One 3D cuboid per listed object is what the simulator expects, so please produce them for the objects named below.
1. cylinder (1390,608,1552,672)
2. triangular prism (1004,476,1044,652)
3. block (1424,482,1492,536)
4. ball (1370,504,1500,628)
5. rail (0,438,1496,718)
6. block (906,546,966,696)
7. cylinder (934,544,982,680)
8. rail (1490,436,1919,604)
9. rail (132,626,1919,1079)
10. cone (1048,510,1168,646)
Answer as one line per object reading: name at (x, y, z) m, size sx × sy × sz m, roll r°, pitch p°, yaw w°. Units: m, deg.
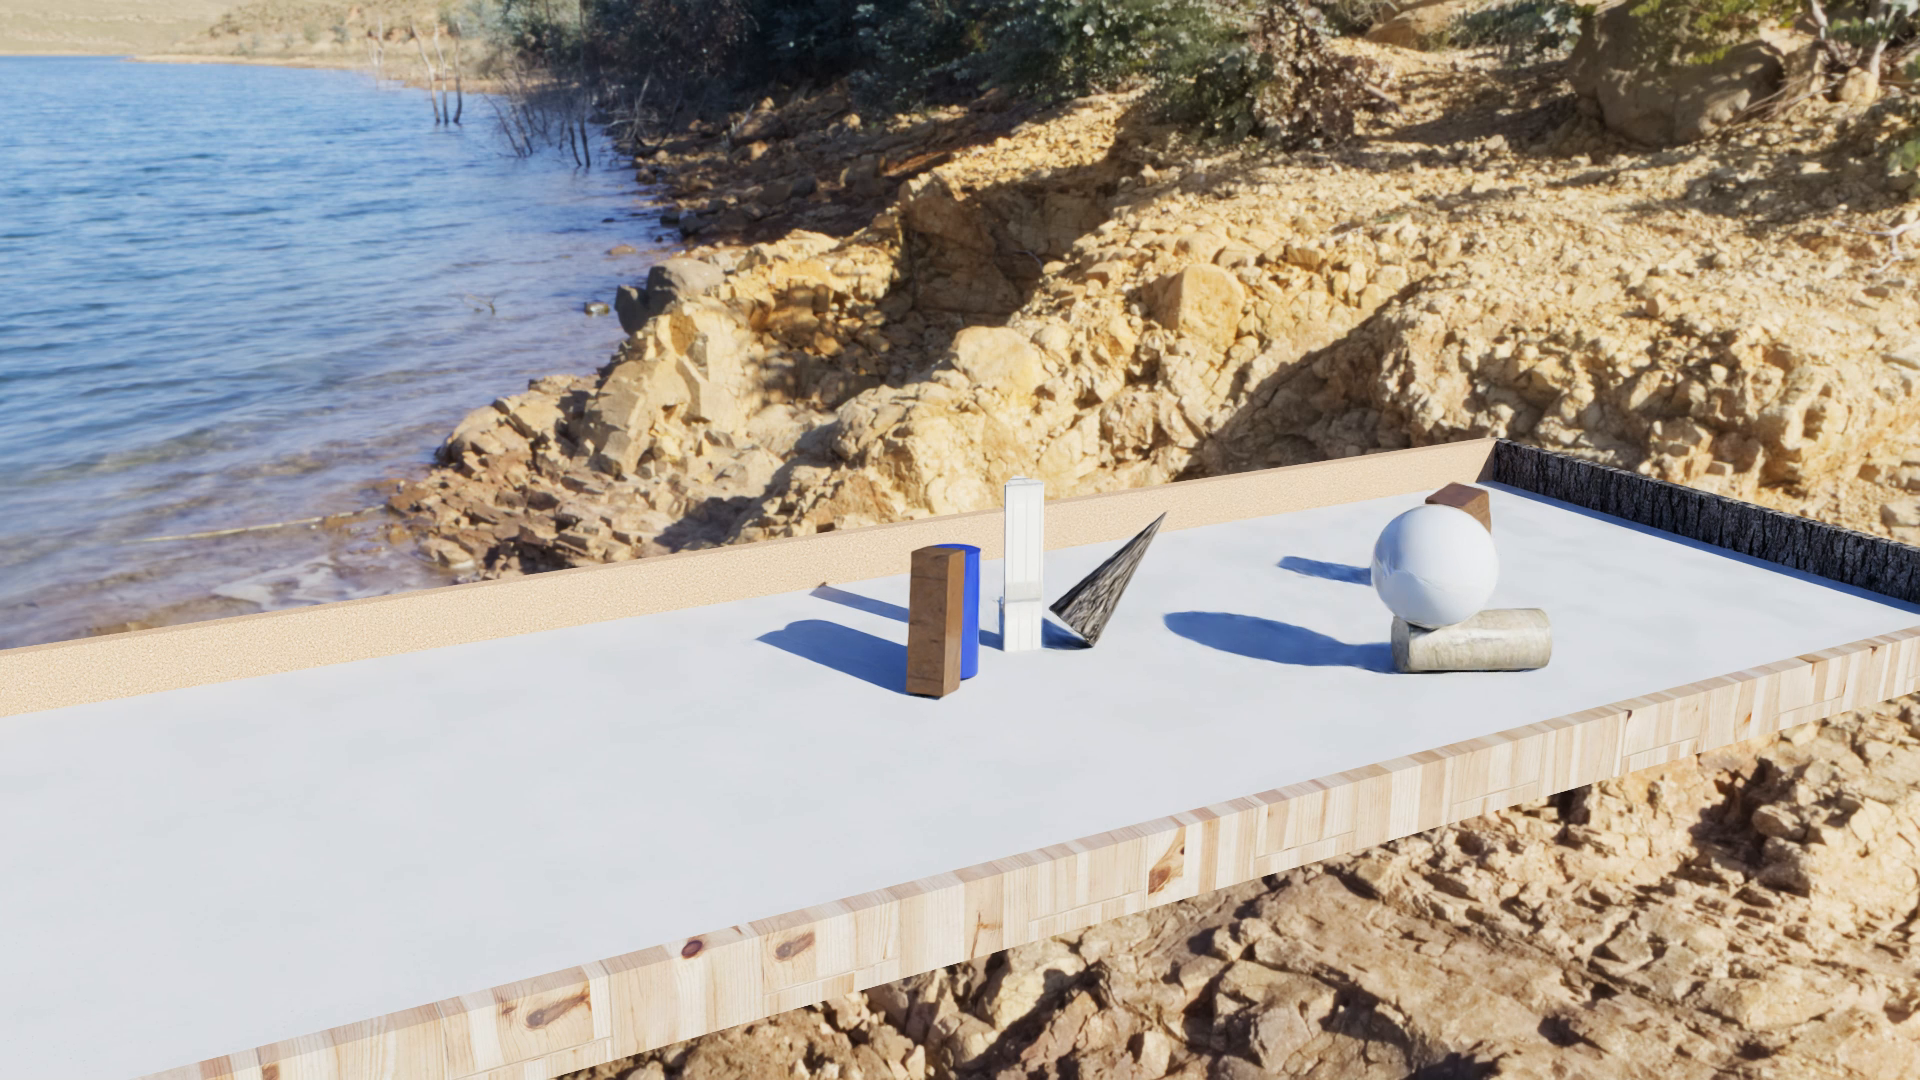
cylinder at (1.303, 0.255, 4.212) m, size 0.364 × 0.155 × 0.155 m, roll -1°, pitch 16°, yaw -3°
triangular prism at (0.155, 0.061, 4.343) m, size 0.104 × 0.455 × 0.090 m, roll -4°, pitch 17°, yaw -13°
block at (1.445, 0.006, 4.758) m, size 0.122 × 0.303 × 0.122 m, roll -27°, pitch 28°, yaw -27°
ball at (1.172, 0.065, 4.077) m, size 0.307 × 0.307 × 0.307 m, roll 0°, pitch 16°, yaw 0°
rail at (-3.305, 0.497, 3.399) m, size 12.000 × 0.150 × 0.050 m, roll -9°, pitch 18°, yaw -27°
block at (-0.060, 0.198, 4.044) m, size 0.100 × 0.349 × 0.100 m, roll 6°, pitch 10°, yaw 23°
cylinder at (-0.018, 0.179, 4.163) m, size 0.137 × 0.318 × 0.137 m, roll 1°, pitch 12°, yaw 0°
rail at (2.466, -0.048, 5.253) m, size 0.050 × 0.150 × 2.100 m, roll -9°, pitch 18°, yaw -27°
rail at (-2.336, 1.006, 1.665) m, size 12.000 × 0.150 × 0.050 m, roll -9°, pitch 18°, yaw -27°
cone at (0.425, 0.075, 4.372) m, size 0.160 × 0.408 × 0.160 m, roll 39°, pitch 0°, yaw 0°
